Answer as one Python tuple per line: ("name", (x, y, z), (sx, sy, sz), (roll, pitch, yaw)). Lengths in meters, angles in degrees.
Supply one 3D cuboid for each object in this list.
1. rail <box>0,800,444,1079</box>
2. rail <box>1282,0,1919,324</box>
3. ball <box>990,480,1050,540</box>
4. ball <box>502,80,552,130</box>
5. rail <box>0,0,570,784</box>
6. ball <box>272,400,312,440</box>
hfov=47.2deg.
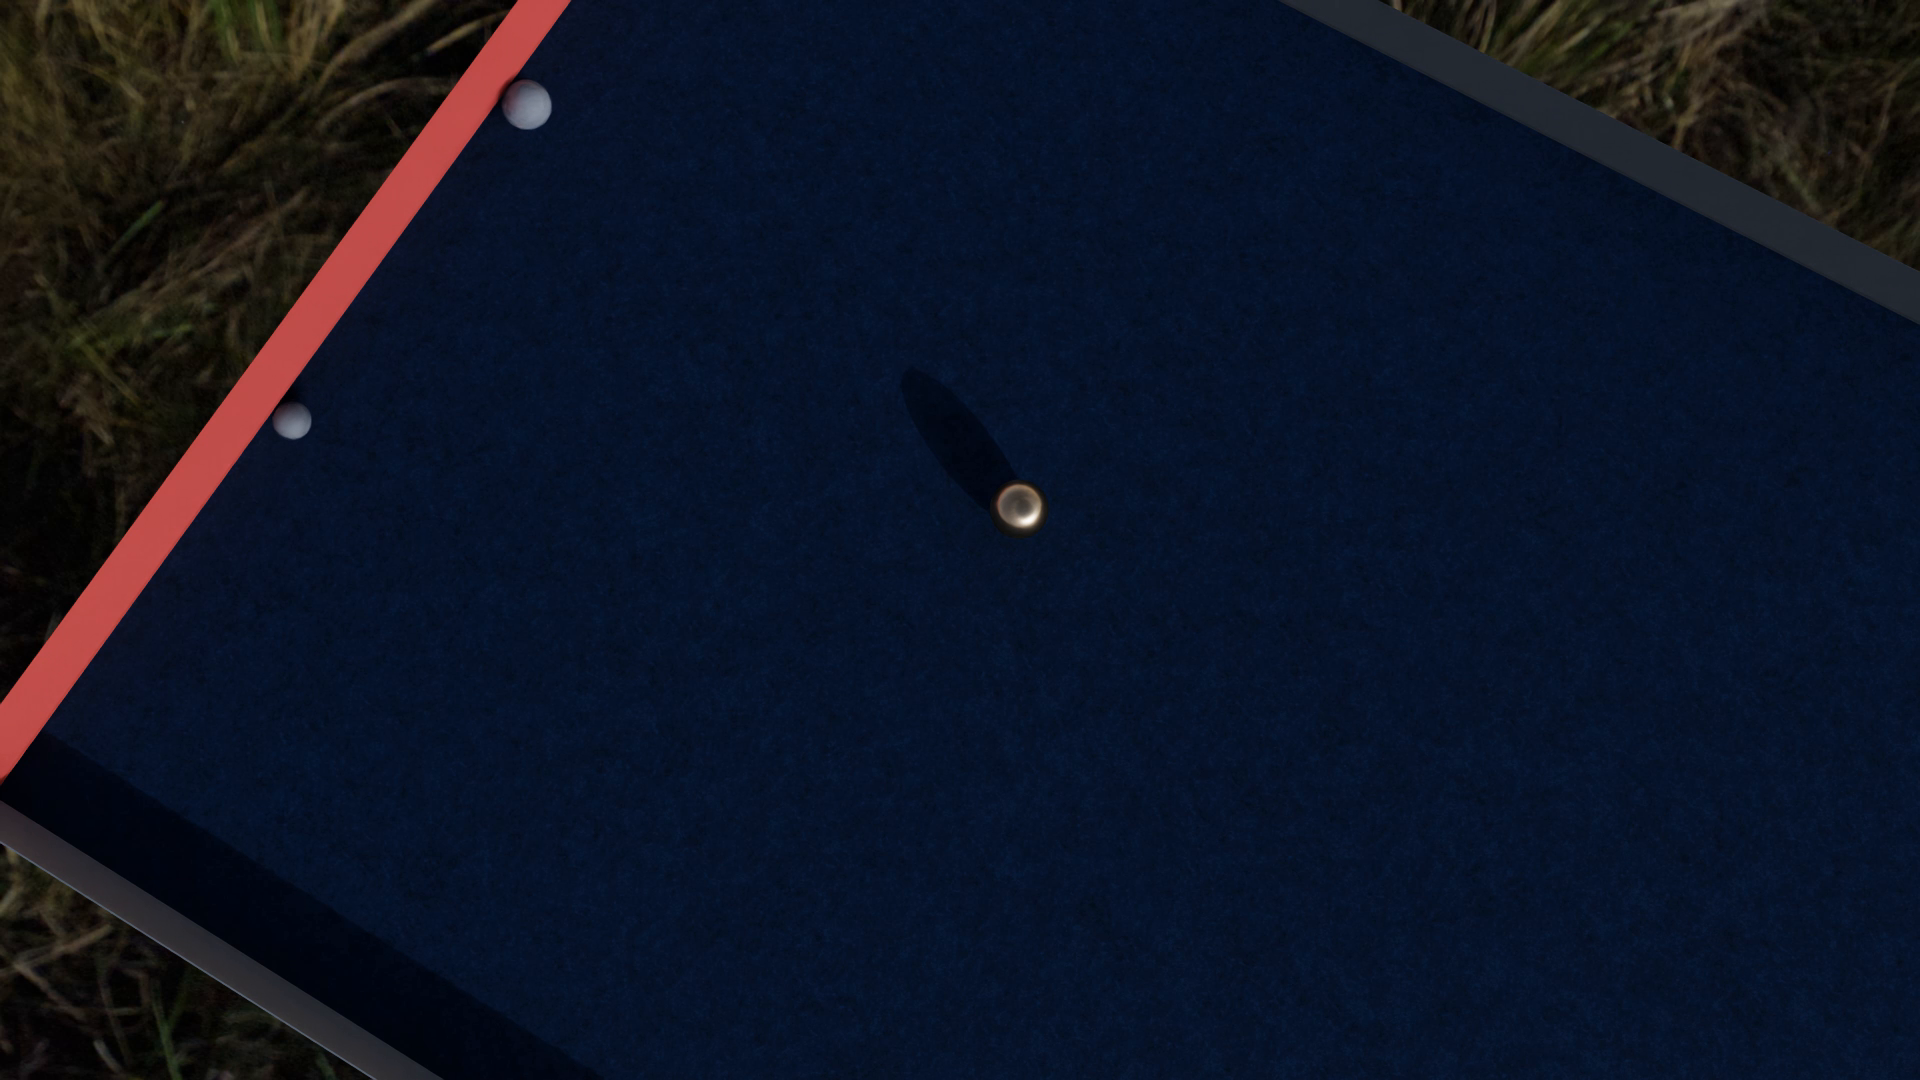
("rail", (0.372, 1.411, 2.920), (4.292, 0.120, 0.045), (29, 75, 9))
("rail", (1.478, -0.386, 3.481), (4.292, 0.120, 0.045), (29, 75, 9))
("ball", (0.091, -0.048, 3.391), (0.092, 0.092, 0.092), (0, 73, 0))
("ball", (-0.710, -0.713, 3.604), (0.081, 0.081, 0.081), (0, 73, 0))
("rail", (-0.904, -0.515, 3.521), (0.045, 0.120, 2.230), (29, 75, 9))
("ball", (-1.048, -0.188, 3.452), (0.060, 0.060, 0.060), (0, 73, 0))
